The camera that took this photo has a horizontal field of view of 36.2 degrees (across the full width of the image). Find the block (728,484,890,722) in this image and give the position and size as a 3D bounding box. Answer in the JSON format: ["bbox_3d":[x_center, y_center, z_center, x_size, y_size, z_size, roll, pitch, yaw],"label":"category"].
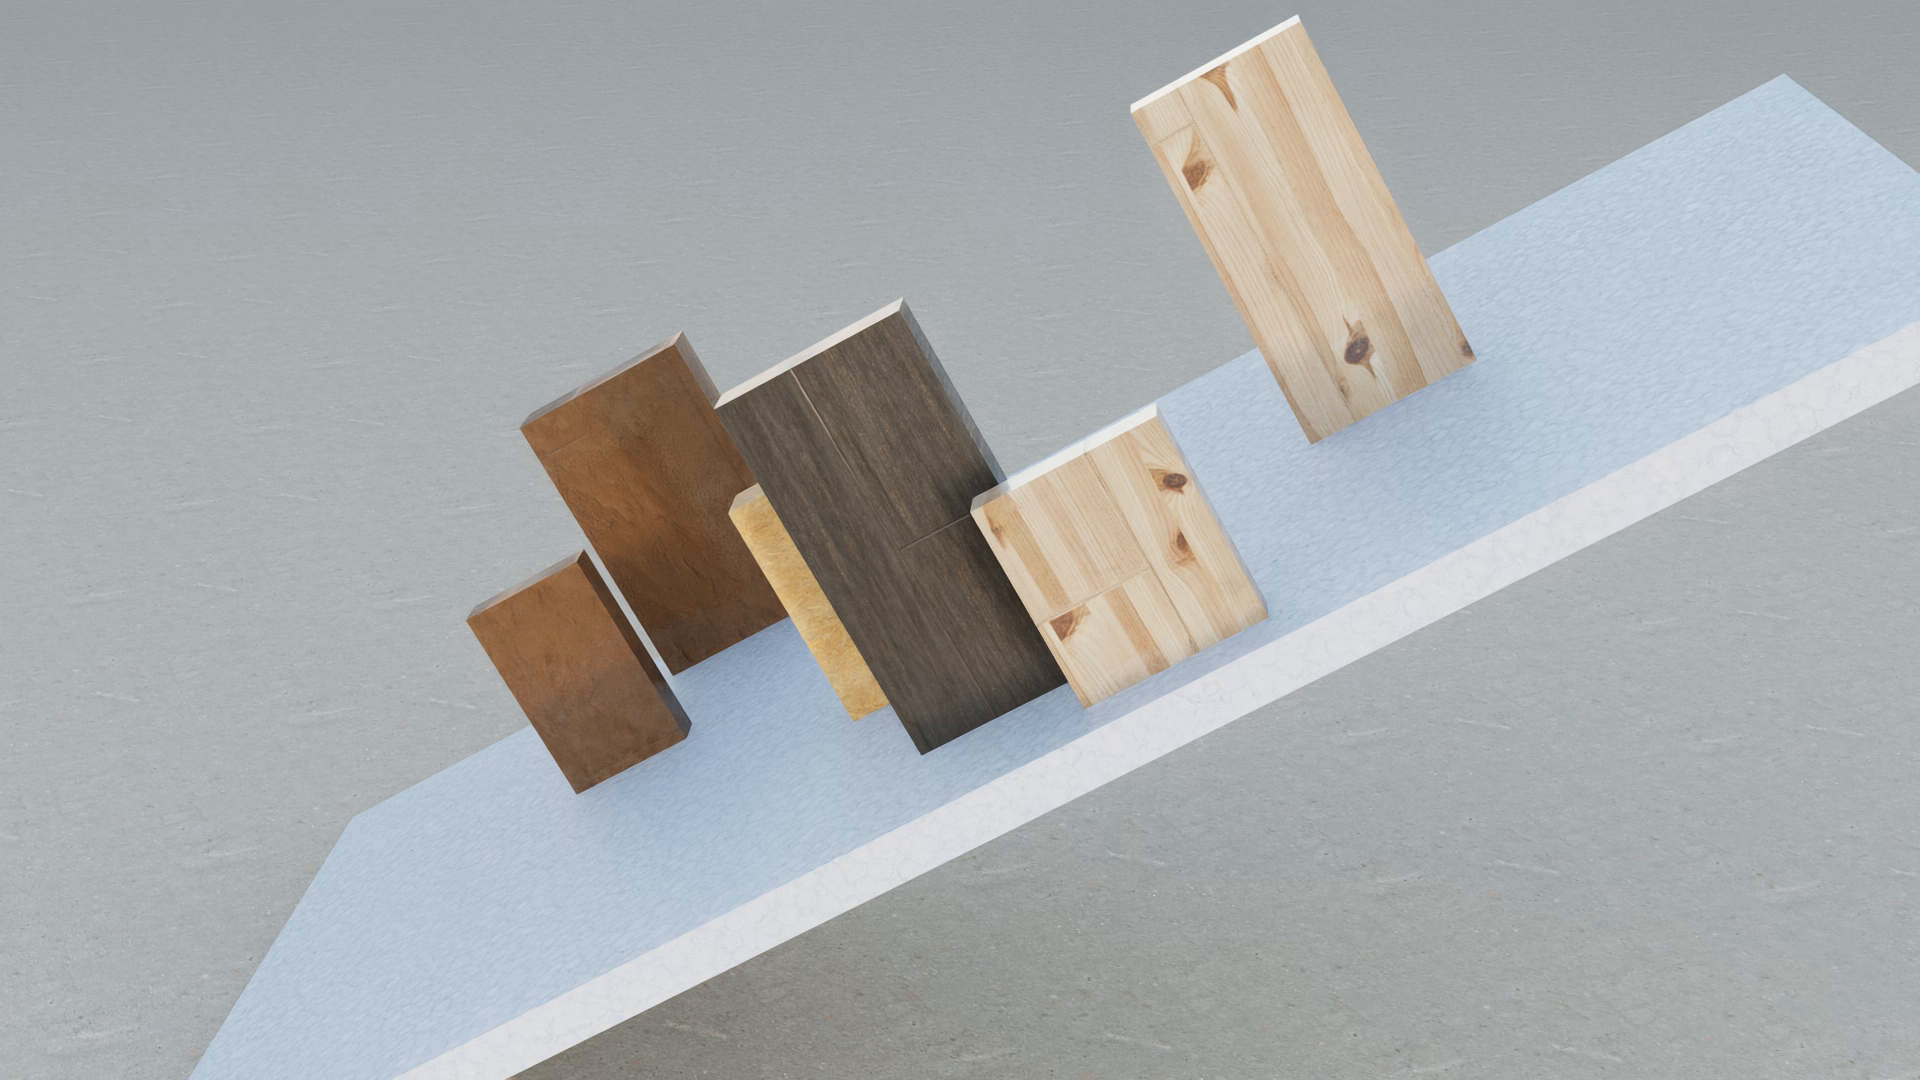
[{"bbox_3d":[-0.223,0.081,6.056,0.270,0.513,0.131,-27,14,11],"label":"block"}]

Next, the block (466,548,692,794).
[{"bbox_3d":[-0.858,0.299,6.645,0.293,0.477,0.094,-27,14,11],"label":"block"}]

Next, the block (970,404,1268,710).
[{"bbox_3d":[0.292,0.032,5.360,0.380,0.432,0.087,-27,14,11],"label":"block"}]

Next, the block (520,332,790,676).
[{"bbox_3d":[-0.684,-0.085,7.126,0.434,0.716,0.132,-27,14,11],"label":"block"}]

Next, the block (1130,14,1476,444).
[{"bbox_3d":[0.710,-0.633,6.062,0.383,0.795,0.097,-27,14,11],"label":"block"}]

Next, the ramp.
[{"bbox_3d":[0.142,0.167,6.283,4.000,0.100,2.000,-27,14,11],"label":"ramp"}]

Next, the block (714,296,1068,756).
[{"bbox_3d":[-0.090,-0.019,5.576,0.396,0.785,0.107,-27,14,11],"label":"block"}]
